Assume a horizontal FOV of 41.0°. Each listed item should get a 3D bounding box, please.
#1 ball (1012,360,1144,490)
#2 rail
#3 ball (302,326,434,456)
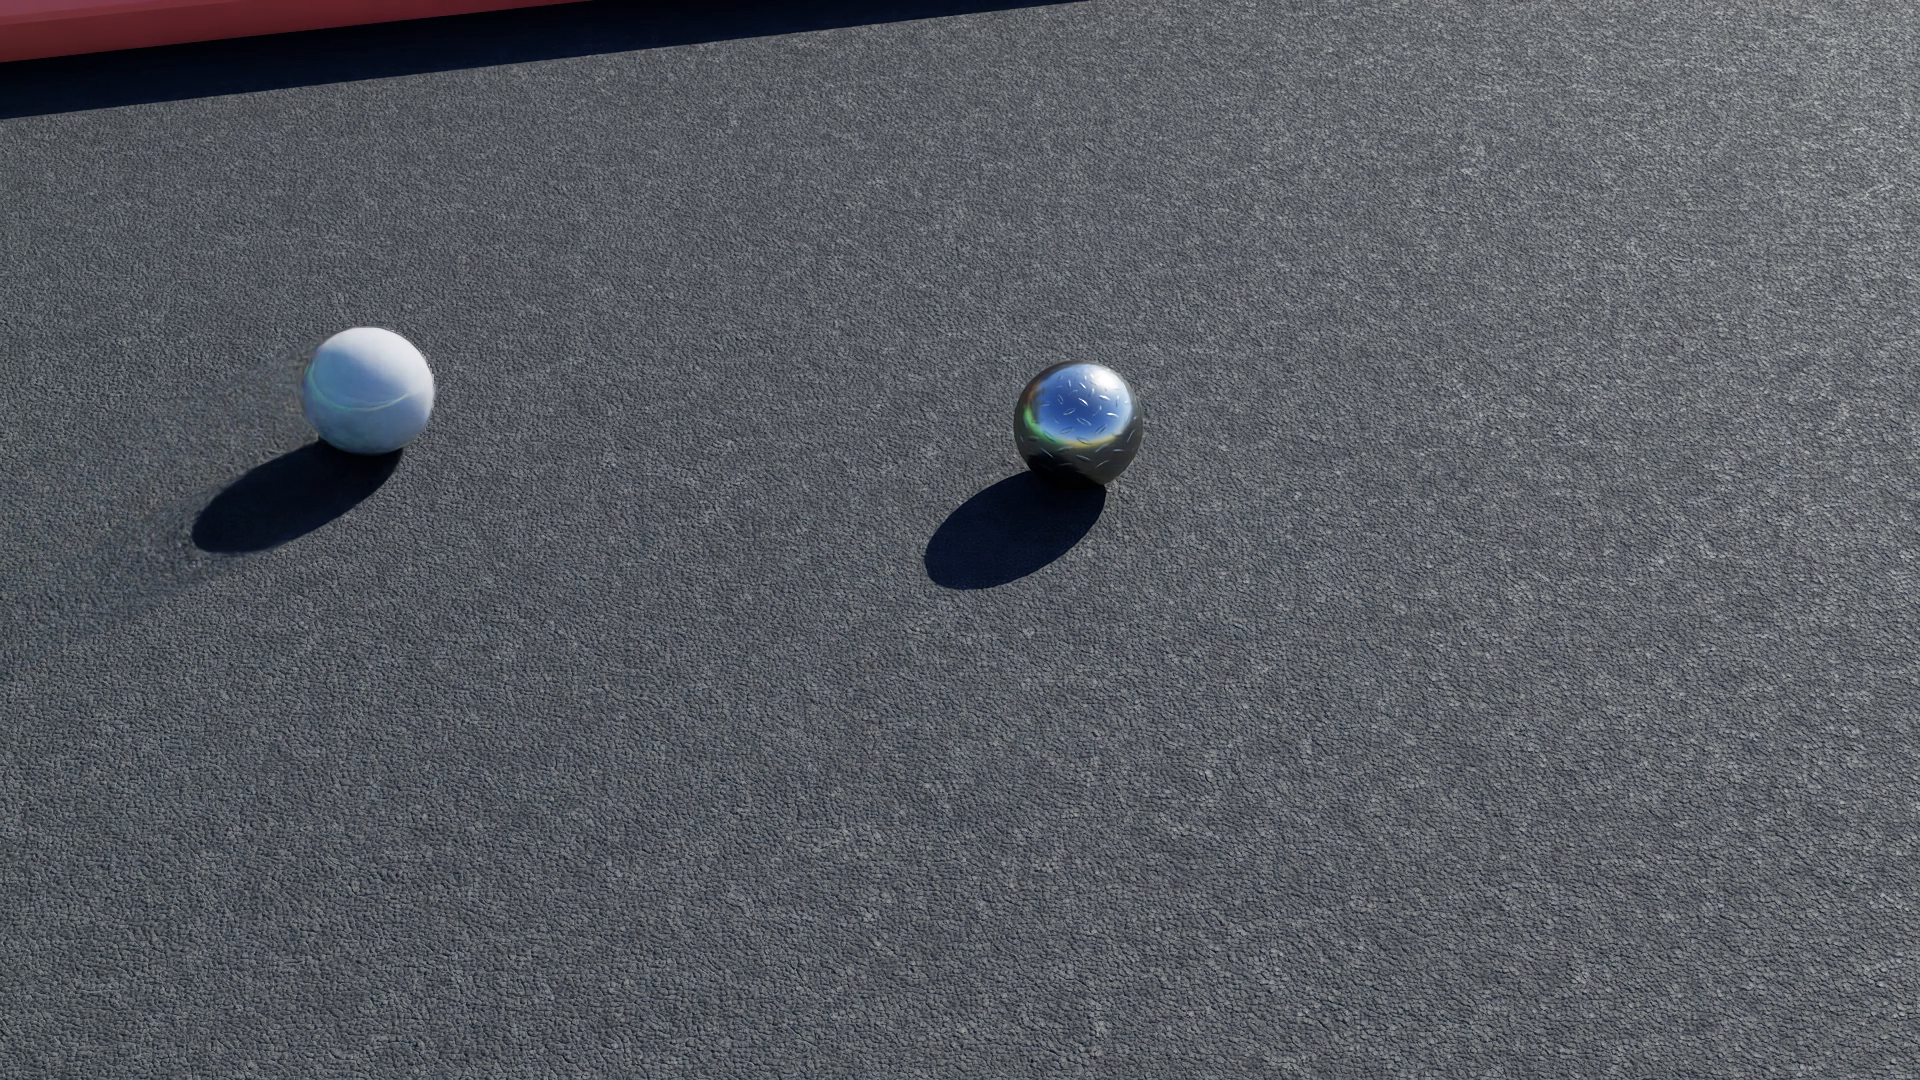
[{"bbox_3d":[0.074,-0.072,1.616,0.082,0.082,0.082,0,36,0],"label":"ball"},{"bbox_3d":[0.544,-0.631,2.357,3.144,0.108,0.045,-9,37,-12],"label":"rail"},{"bbox_3d":[-0.380,-0.095,1.646,0.083,0.083,0.083,0,36,0],"label":"ball"}]
